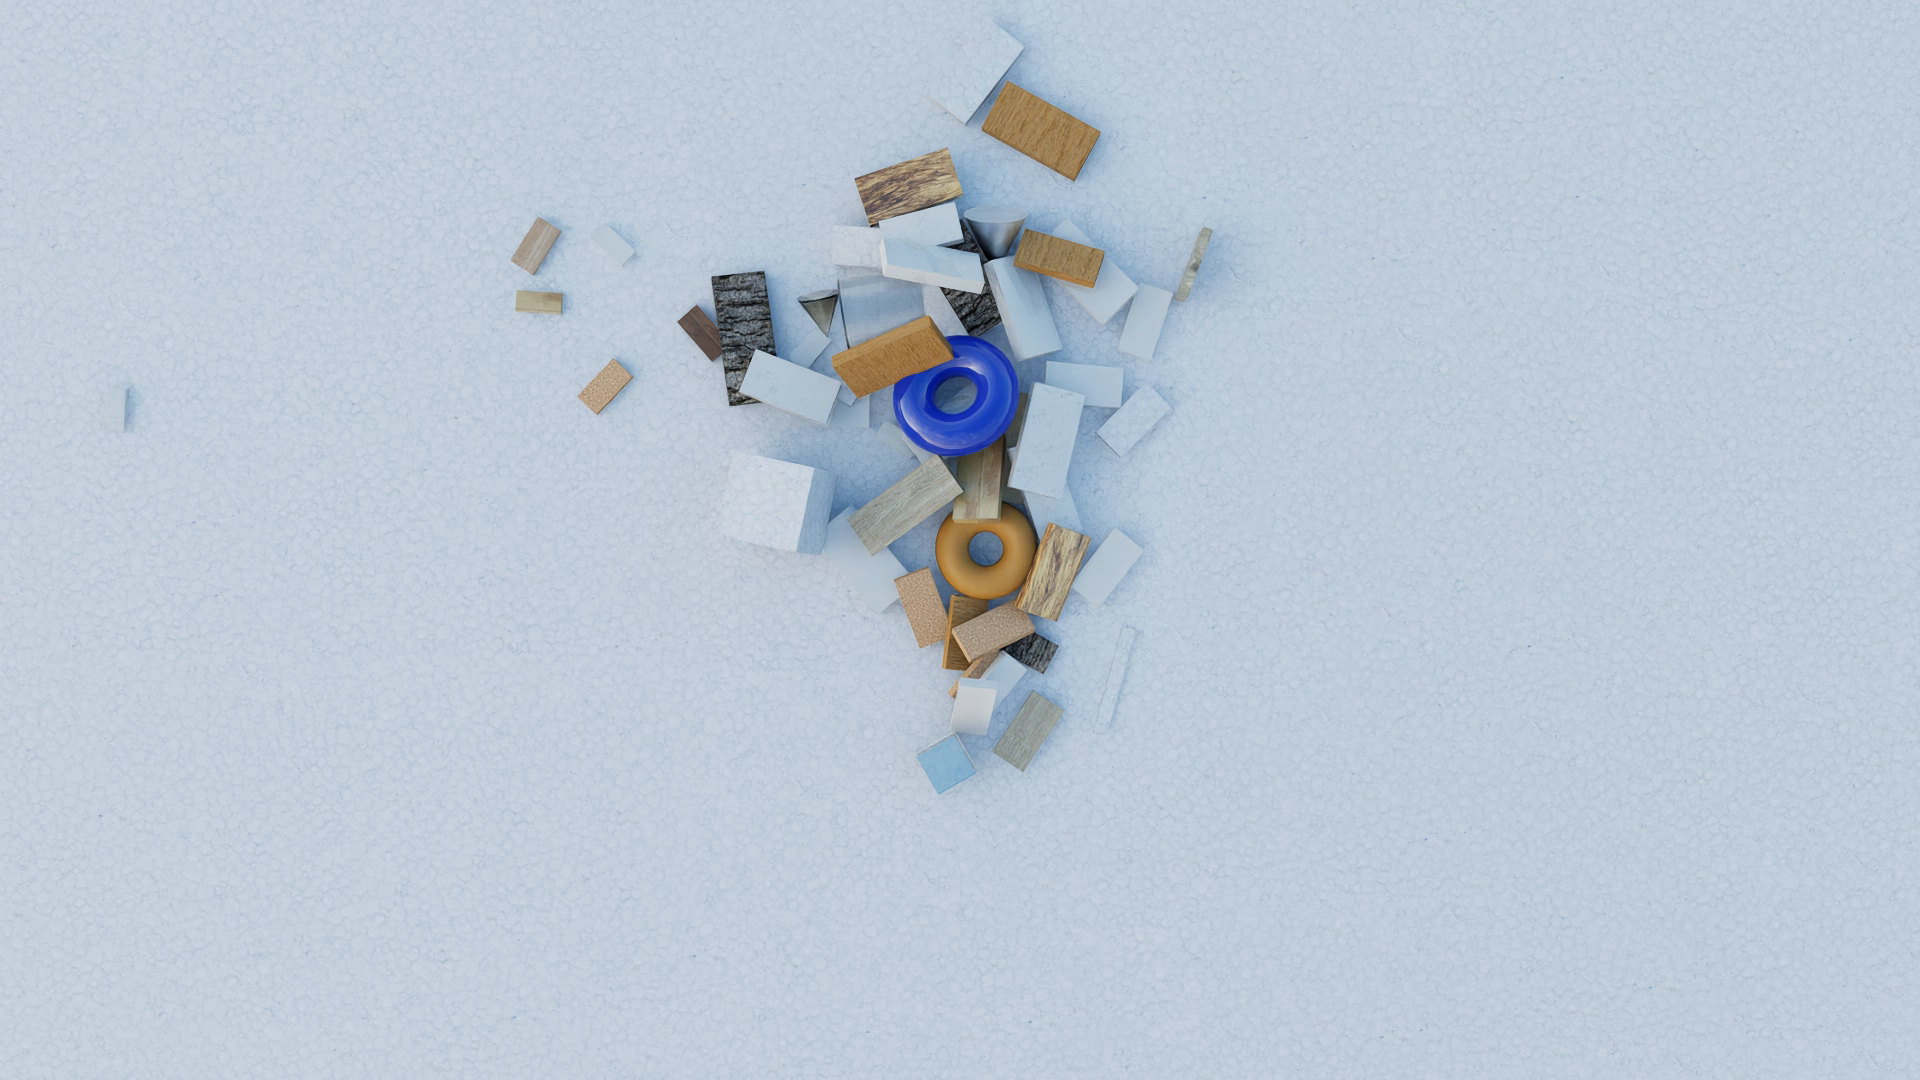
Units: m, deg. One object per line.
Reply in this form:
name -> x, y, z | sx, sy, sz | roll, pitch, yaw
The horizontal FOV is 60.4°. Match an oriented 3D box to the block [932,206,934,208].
block -> -0.163, -1.056, 5.475 | 0.176, 0.050, 0.353 | -31, 90, 0

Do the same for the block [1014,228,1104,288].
block -> 0.325, -0.923, 5.405 | 0.273, 0.036, 0.128 | 17, 67, 5

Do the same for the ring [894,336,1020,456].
ring -> -0.014, -0.471, 5.377 | 0.420, 0.140, 0.420 | -3, 71, 10

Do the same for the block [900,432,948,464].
block -> -0.030, -0.375, 5.444 | 0.300, 0.042, 0.150 | -35, 70, -4

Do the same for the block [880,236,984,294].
block -> -0.090, -0.884, 5.294 | 0.323, 0.162, 0.046 | 8, 132, -16

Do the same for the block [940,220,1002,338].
block -> 0.022, -0.858, 5.442 | 0.176, 0.050, 0.353 | -33, 101, 0

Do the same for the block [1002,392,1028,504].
block -> 0.210, -0.303, 5.482 | 0.130, 0.037, 0.366 | 8, 90, 0

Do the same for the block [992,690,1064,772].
block -> 0.226, 0.635, 5.483 | 0.122, 0.035, 0.245 | 34, 90, 0

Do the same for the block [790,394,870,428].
block -> -0.430, -0.441, 5.482 | 0.260, 0.037, 0.130 | 2, 90, 0

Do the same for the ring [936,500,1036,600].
ring -> 0.086, 0.029, 5.444 | 0.337, 0.112, 0.337 | 0, 90, 0

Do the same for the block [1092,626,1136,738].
block -> 0.514, 0.472, 5.493 | 0.046, 0.013, 0.371 | 16, 90, 0

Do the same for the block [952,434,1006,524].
block -> 0.064, -0.202, 5.411 | 0.150, 0.042, 0.300 | -1, 69, 15

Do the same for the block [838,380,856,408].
block -> -0.353, -0.517, 5.454 | 0.070, 0.020, 0.140 | 31, 85, 3

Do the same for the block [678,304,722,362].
block -> -0.850, -0.687, 5.488 | 0.087, 0.025, 0.175 | -41, 90, 0

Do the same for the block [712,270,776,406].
block -> -0.706, -0.666, 5.460 | 0.175, 0.050, 0.427 | -8, 90, -10

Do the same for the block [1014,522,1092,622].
block -> 0.307, 0.106, 5.431 | 0.150, 0.043, 0.301 | 19, 96, -28

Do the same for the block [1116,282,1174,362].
block -> 0.613, -0.725, 5.483 | 0.118, 0.033, 0.236 | 18, 90, 0

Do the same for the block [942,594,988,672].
block -> 0.017, 0.310, 5.460 | 0.122, 0.035, 0.245 | 7, 90, -23

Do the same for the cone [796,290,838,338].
cone -> -0.453, -0.739, 5.455 | 0.147, 0.147, 0.147 | -11, 109, 0

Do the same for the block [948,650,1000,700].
block -> 0.068, 0.456, 5.459 | 0.107, 0.030, 0.214 | 40, 90, -32

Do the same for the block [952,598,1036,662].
block -> 0.110, 0.297, 5.423 | 0.245, 0.035, 0.122 | -25, 70, -17

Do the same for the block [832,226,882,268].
block -> -0.294, -0.966, 5.449 | 0.256, 0.036, 0.128 | 6, 98, 11

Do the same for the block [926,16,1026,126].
block -> 0.053, -1.554, 5.477 | 0.162, 0.046, 0.323 | 38, 90, 0

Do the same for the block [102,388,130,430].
block -> -2.810, -0.436, 5.490 | 0.069, 0.020, 0.139 | 4, 90, 0

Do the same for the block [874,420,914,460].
block -> -0.206, -0.333, 5.490 | 0.140, 0.020, 0.070 | 33, 90, 0

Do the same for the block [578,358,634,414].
block -> -1.180, -0.510, 5.488 | 0.087, 0.025, 0.175 | 44, 90, 0

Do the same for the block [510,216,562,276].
block -> -1.410, -0.978, 5.488 | 0.087, 0.025, 0.175 | 33, 90, 0

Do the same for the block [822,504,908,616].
block -> -0.316, 0.065, 5.476 | 0.169, 0.048, 0.338 | -39, 90, 0

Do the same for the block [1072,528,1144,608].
block -> 0.486, 0.092, 5.483 | 0.122, 0.035, 0.245 | 38, 90, 0

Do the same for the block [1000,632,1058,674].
block -> 0.208, 0.347, 5.485 | 0.214, 0.030, 0.107 | 29, 90, 0

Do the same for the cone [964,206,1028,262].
cone -> 0.118, -0.973, 5.453 | 0.212, 0.212, 0.212 | 0, 117, 0

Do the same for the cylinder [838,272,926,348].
cylinder -> -0.247, -0.739, 5.369 | 0.263, 0.263, 0.263 | -9, 90, 0

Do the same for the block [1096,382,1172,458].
block -> 0.576, -0.399, 5.483 | 0.236, 0.033, 0.118 | -45, 90, 0

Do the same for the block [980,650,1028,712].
block -> 0.116, 0.479, 5.455 | 0.107, 0.030, 0.214 | 39, 91, -32

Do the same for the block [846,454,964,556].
block -> -0.178, -0.115, 5.392 | 0.374, 0.043, 0.150 | -35, 90, 12

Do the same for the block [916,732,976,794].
block -> -0.044, 0.732, 5.430 | 0.140, 0.140, 0.140 | -30, 90, 0

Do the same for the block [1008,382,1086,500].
block -> 0.282, -0.324, 5.394 | 0.175, 0.050, 0.350 | 13, 89, -13

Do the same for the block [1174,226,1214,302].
block -> 0.770, -0.907, 5.441 | 0.033, 0.118, 0.236 | 21, 90, 0

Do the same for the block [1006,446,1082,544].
block -> 0.280, -0.167, 5.447 | 0.150, 0.042, 0.335 | -20, 96, -12

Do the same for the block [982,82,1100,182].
block -> 0.269, -1.357, 5.475 | 0.353, 0.050, 0.176 | 29, 90, 0

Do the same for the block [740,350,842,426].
block -> -0.555, -0.500, 5.414 | 0.301, 0.043, 0.150 | 21, 85, -1

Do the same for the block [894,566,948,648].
block -> -0.119, 0.223, 5.452 | 0.122, 0.035, 0.245 | -21, 102, -4

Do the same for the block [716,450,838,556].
block -> -0.588, -0.116, 5.338 | 0.273, 0.273, 0.273 | 12, 90, 12

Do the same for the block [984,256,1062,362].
block -> 0.208, -0.768, 5.431 | 0.169, 0.048, 0.338 | -19, 90, -36

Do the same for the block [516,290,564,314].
block -> -1.400, -0.791, 5.490 | 0.151, 0.020, 0.069 | 4, 90, 0

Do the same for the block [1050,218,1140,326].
block -> 0.413, -0.886, 5.459 | 0.169, 0.048, 0.338 | -44, 84, 0

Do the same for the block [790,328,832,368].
block -> -0.497, -0.634, 5.490 | 0.070, 0.020, 0.139 | 41, 90, 0

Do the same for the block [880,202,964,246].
block -> -0.125, -1.005, 5.372 | 0.256, 0.036, 0.128 | -13, 79, 4

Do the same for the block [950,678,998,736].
block -> 0.044, 0.545, 5.396 | 0.122, 0.245, 0.035 | 7, 46, -4

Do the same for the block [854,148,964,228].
block -> -0.168, -1.160, 5.427 | 0.323, 0.046, 0.162 | -19, 90, 0

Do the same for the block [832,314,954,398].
block -> -0.216, -0.588, 5.313 | 0.350, 0.175, 0.050 | -21, 52, 15

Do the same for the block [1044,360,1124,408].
block -> 0.406, -0.514, 5.461 | 0.260, 0.037, 0.130 | 4, 90, -9

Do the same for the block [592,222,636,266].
block -> -1.153, -0.983, 5.490 | 0.139, 0.020, 0.069 | 43, 90, 0
